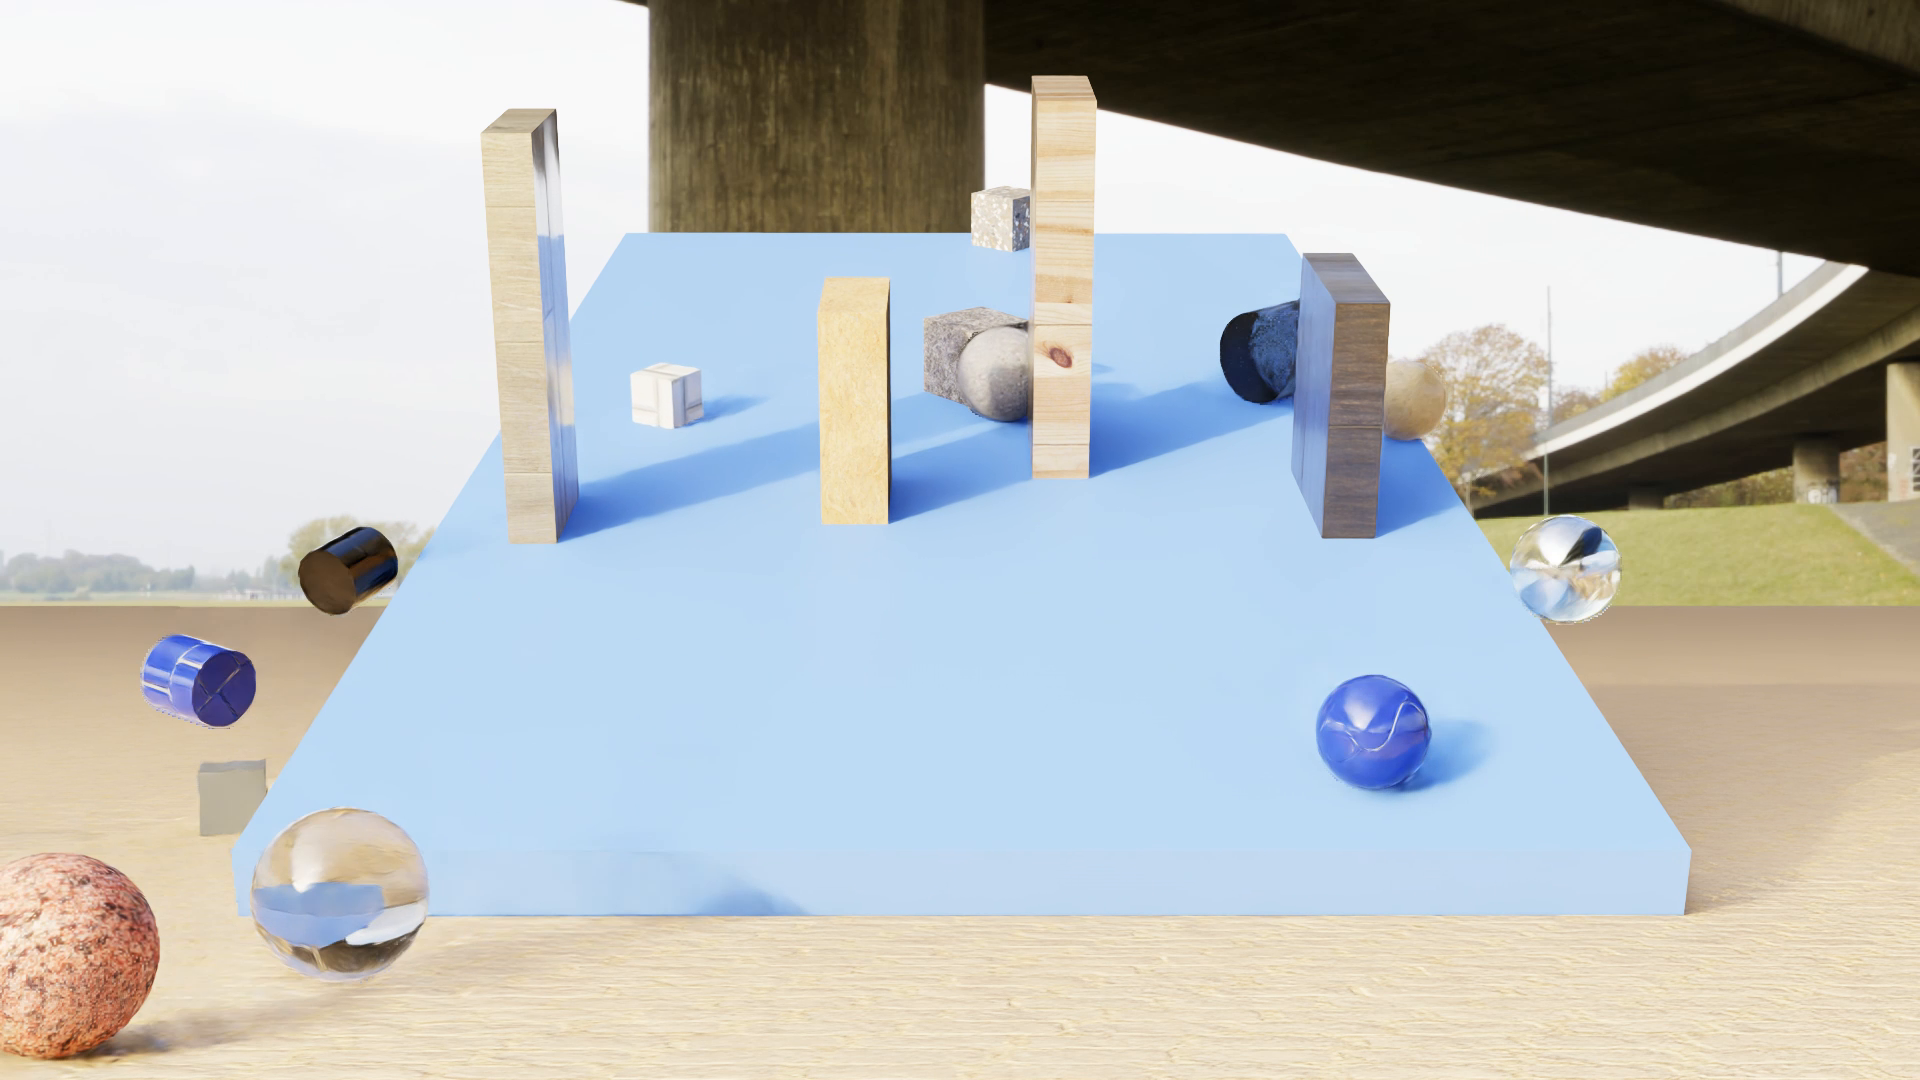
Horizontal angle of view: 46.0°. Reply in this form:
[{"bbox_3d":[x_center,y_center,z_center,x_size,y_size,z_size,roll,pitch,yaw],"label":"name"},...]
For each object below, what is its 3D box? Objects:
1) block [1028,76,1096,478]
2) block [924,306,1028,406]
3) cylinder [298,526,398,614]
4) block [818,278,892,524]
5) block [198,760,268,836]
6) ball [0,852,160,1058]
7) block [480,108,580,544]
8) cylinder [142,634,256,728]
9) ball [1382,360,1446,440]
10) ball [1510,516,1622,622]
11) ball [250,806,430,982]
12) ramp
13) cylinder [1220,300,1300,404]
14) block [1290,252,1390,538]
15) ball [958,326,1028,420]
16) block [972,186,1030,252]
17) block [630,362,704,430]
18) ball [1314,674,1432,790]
[{"bbox_3d":[0.206,-0.543,4.657,0.114,0.767,0.335,0,20,0],"label":"block"},{"bbox_3d":[0.039,-0.422,5.195,0.174,0.174,0.174,-15,25,-37],"label":"block"},{"bbox_3d":[-1.109,0.055,4.107,0.125,0.125,0.125,-1,20,25],"label":"cylinder"},{"bbox_3d":[-0.203,-0.276,4.429,0.128,0.418,0.290,0,20,0],"label":"block"},{"bbox_3d":[-1.364,0.483,4.253,0.117,0.117,0.117,-2,4,-16],"label":"block"},{"bbox_3d":[-0.870,0.397,2.170,0.195,0.195,0.195,0,-2,0],"label":"ball"},{"bbox_3d":[-0.803,-0.402,4.257,0.090,0.771,0.277,0,20,0],"label":"block"},{"bbox_3d":[-1.453,0.268,4.325,0.149,0.149,0.149,12,5,33],"label":"cylinder"},{"bbox_3d":[0.955,-0.300,4.860,0.174,0.174,0.174,0,-2,0],"label":"ball"},{"bbox_3d":[1.045,0.050,3.910,0.185,0.185,0.185,0,-2,0],"label":"ball"},{"bbox_3d":[-0.709,0.406,2.595,0.200,0.200,0.200,0,-2,0],"label":"ball"},{"bbox_3d":[-0.005,-0.205,4.998,2.000,0.100,4.000,0,20,0],"label":"ramp"},{"bbox_3d":[0.742,-0.434,5.180,0.210,0.210,0.210,-17,10,-39],"label":"cylinder"},{"bbox_3d":[0.736,-0.289,4.410,0.101,0.457,0.421,0,20,0],"label":"block"},{"bbox_3d":[0.097,-0.367,4.995,0.207,0.207,0.207,0,-2,0],"label":"ball"},{"bbox_3d":[0.143,-0.951,6.692,0.154,0.154,0.154,16,25,37],"label":"block"},{"bbox_3d":[-0.647,-0.319,5.000,0.110,0.110,0.110,11,23,28],"label":"block"},{"bbox_3d":[0.596,0.277,3.269,0.166,0.166,0.166,0,-2,0],"label":"ball"}]
